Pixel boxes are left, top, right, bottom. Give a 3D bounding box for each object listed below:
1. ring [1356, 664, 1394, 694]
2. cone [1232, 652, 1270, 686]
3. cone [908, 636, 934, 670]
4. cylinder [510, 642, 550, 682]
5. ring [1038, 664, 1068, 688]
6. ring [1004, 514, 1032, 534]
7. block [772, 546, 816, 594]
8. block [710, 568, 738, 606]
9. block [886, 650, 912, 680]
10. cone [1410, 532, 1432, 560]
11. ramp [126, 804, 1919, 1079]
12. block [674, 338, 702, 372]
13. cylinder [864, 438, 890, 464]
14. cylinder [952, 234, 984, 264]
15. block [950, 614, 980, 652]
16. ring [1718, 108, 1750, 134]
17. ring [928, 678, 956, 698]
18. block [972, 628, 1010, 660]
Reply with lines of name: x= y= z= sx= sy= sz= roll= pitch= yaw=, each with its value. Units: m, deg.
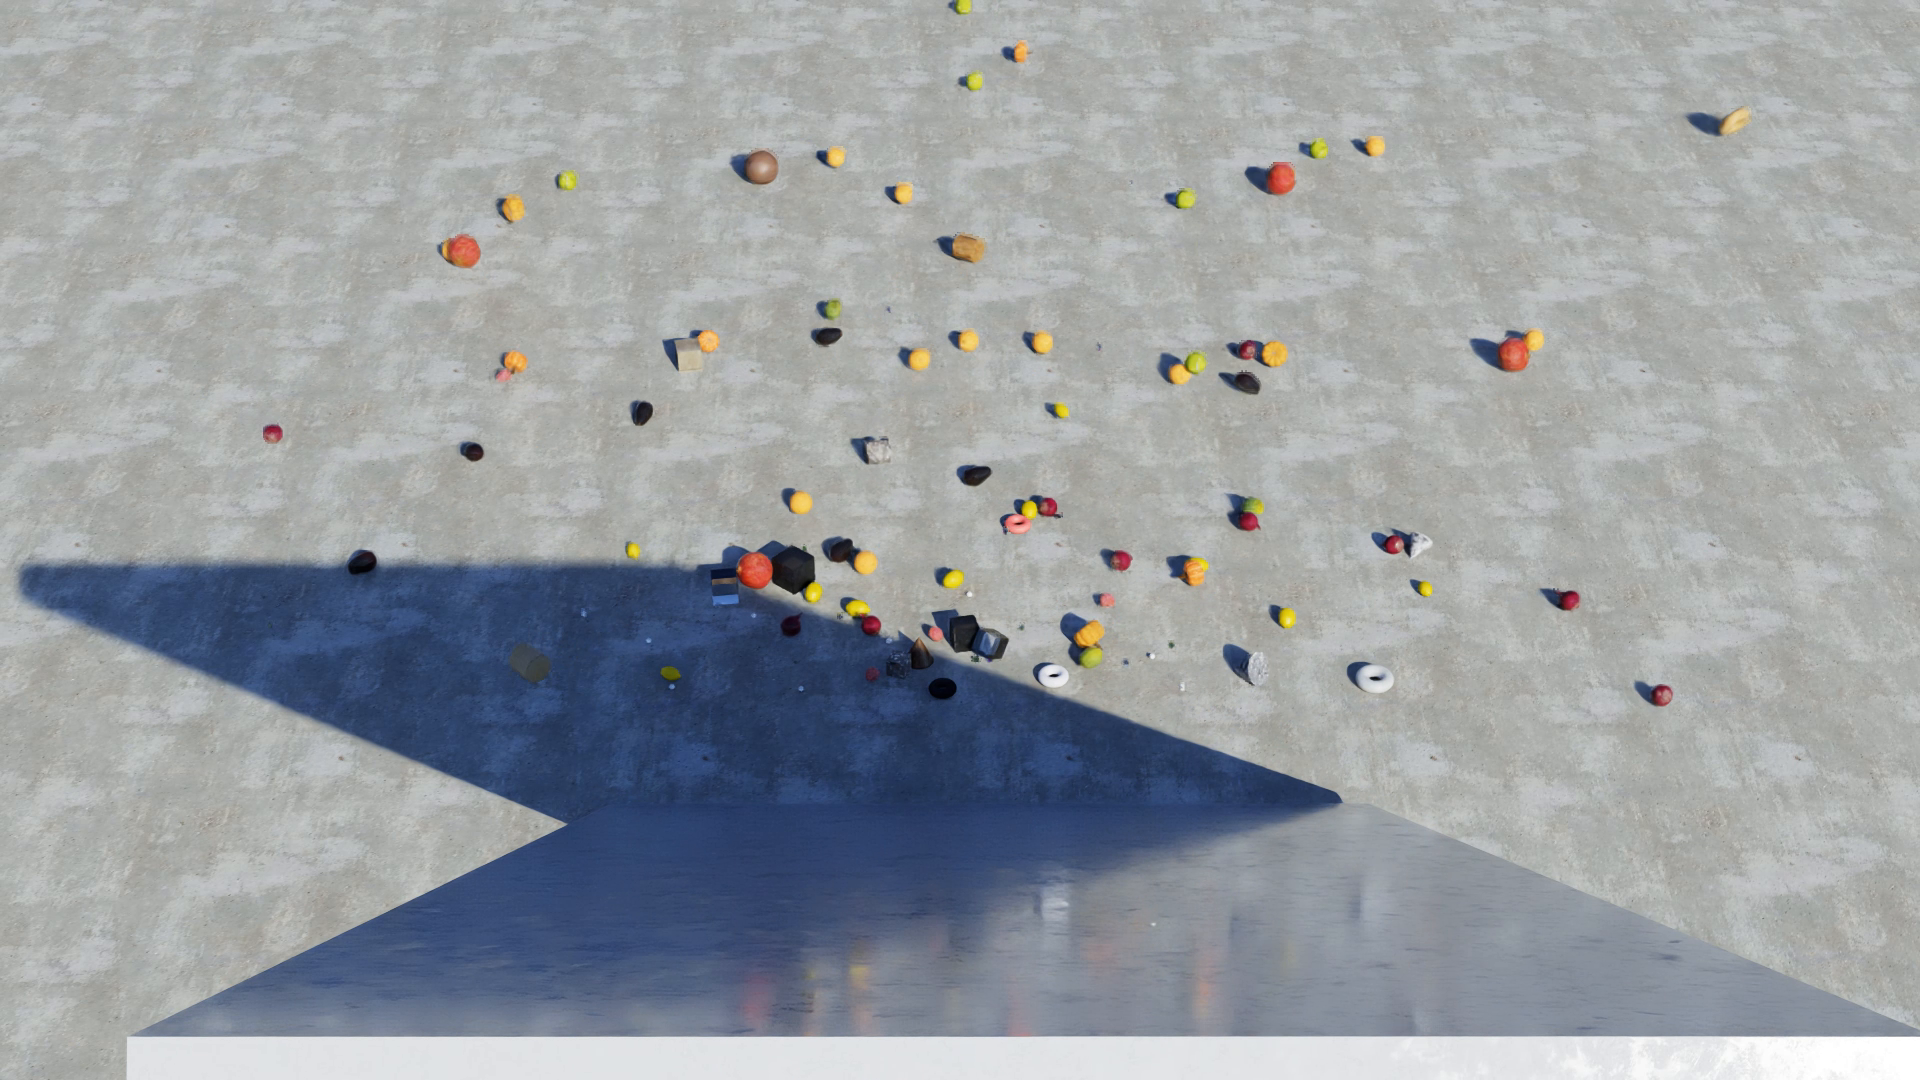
ring: x=1.179 y=0.395 z=7.393 sx=0.109 sy=0.036 sz=0.109 roll=0 pitch=37 yaw=0
cone: x=0.815 y=0.368 z=7.423 sx=0.097 sy=0.097 sz=0.097 roll=-3 pitch=25 yaw=45
cone: x=-0.118 y=0.311 z=7.466 sx=0.086 sy=0.086 sz=0.086 roll=0 pitch=36 yaw=0
cylinder: x=-1.227 y=0.349 z=7.416 sx=0.084 sy=0.084 sz=0.084 roll=-29 pitch=45 yaw=-34
ring: x=0.266 y=0.388 z=7.409 sx=0.089 sy=0.030 sz=0.089 roll=-1 pitch=36 yaw=1
ring: x=0.178 y=-0.049 z=8.016 sx=0.083 sy=0.028 sz=0.083 roll=1 pitch=36 yaw=-1
block: x=-0.498 y=0.089 z=7.770 sx=0.091 sy=0.091 sz=0.091 roll=26 pitch=43 yaw=32
block: x=-0.699 y=0.138 z=7.715 sx=0.076 sy=0.076 sz=0.076 roll=-5 pitch=36 yaw=-7
block: x=-0.175 y=0.356 z=7.431 sx=0.054 sy=0.054 sz=0.054 roll=13 pitch=38 yaw=17
cone: x=1.385 y=0.029 z=7.901 sx=0.077 sy=0.077 sz=0.077 roll=22 pitch=68 yaw=27
ramp: x=0.079 y=0.673 z=4.871 sx=2.000 sy=0.100 sz=4.000 roll=0 pitch=-2 yaw=0
block: x=-0.915 y=-0.623 z=8.765 sx=0.081 sy=0.081 sz=0.081 roll=-8 pitch=36 yaw=-10
cylinder: x=-0.265 y=-0.282 z=8.297 sx=0.074 sy=0.074 sz=0.074 roll=-8 pitch=37 yaw=-11
cylinder: x=0.029 y=-1.046 z=9.346 sx=0.084 sy=0.084 sz=0.084 roll=20 pitch=40 yaw=29
block: x=0.014 y=0.272 z=7.532 sx=0.073 sy=0.073 sz=0.073 roll=-8 pitch=37 yaw=-11
ring: x=3.004 y=-1.625 z=10.091 sx=0.132 sy=0.132 sz=0.044 roll=-23 pitch=69 yaw=-28
ring: x=-0.049 y=0.420 z=7.367 sx=0.080 sy=0.027 sz=0.080 roll=-1 pitch=35 yaw=1
block: x=0.087 y=0.299 z=7.480 sx=0.067 sy=0.067 sz=0.067 roll=31 pitch=16 yaw=35
